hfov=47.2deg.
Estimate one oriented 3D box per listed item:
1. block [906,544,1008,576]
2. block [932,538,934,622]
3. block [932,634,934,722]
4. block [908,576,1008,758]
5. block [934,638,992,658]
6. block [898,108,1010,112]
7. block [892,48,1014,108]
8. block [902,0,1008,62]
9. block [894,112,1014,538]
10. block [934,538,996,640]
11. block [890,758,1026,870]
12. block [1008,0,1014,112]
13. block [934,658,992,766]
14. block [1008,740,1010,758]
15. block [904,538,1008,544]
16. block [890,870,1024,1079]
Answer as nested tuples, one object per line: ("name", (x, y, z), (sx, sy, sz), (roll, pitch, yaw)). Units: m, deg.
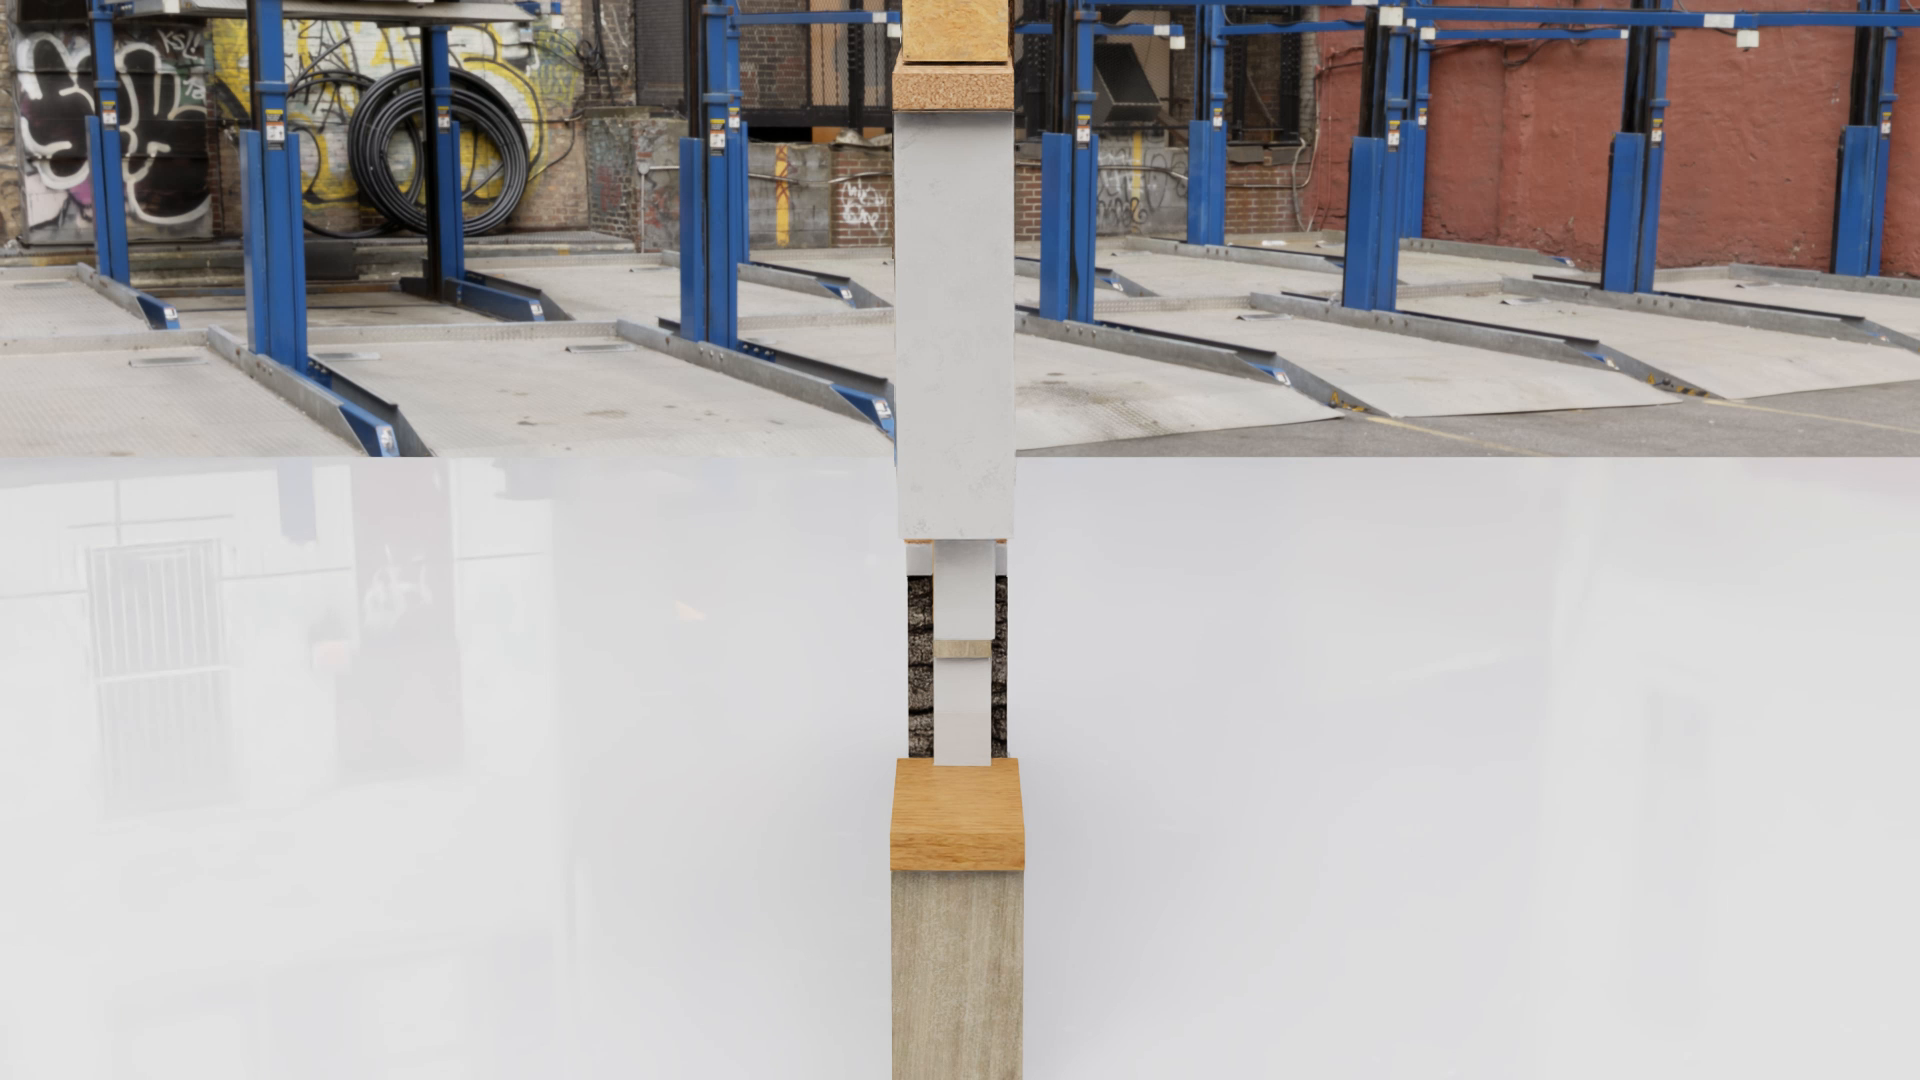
("block", (-0.005, 0.004, 3.289), (0.145, 0.041, 0.290), (0, 11, 0))
("block", (0.003, 0.032, 3.111), (0.084, 0.167, 0.024), (0, 10, -2))
("block", (0.001, 0.292, 3.162), (0.079, 0.318, 0.022), (0, 10, 0))
("block", (-0.003, 0.238, 3.233), (0.145, 0.399, 0.041), (0, 10, 0))
("block", (0.004, 0.135, 3.079), (0.079, 0.022, 0.157), (0, 11, 1))
("block", (-0.009, -0.476, 3.065), (0.153, 0.307, 0.043), (-1, 11, -1))
("block", (-0.007, -0.618, 2.932), (0.153, 0.043, 0.307), (0, 19, 0))
("block", (-0.006, -0.762, 2.860), (0.136, 0.273, 0.039), (0, 11, 0))
("block", (-0.006, -0.279, 2.886), (0.153, 0.555, 0.043), (0, 9, 1))
("block", (0.006, 0.051, 3.008), (0.084, 0.167, 0.024), (0, 6, 1))
("block", (-0.003, 0.360, 2.923), (0.169, 0.048, 0.338), (0, 11, 0))
("block", (0.005, -0.696, 3.464), (0.161, 0.452, 0.046), (0, 11, 0))
("block", (0.004, 0.233, 3.043), (0.079, 0.158, 0.022), (0, 10, 1))
("block", (0.002, 0.312, 3.446), (0.147, 0.042, 0.293), (0, 11, 0))
("block", (-0.007, -0.145, 3.163), (0.148, 0.297, 0.042), (0, 11, 0))
("block", (-0.003, 0.571, 2.847), (0.169, 0.338, 0.048), (0, 11, 0))
